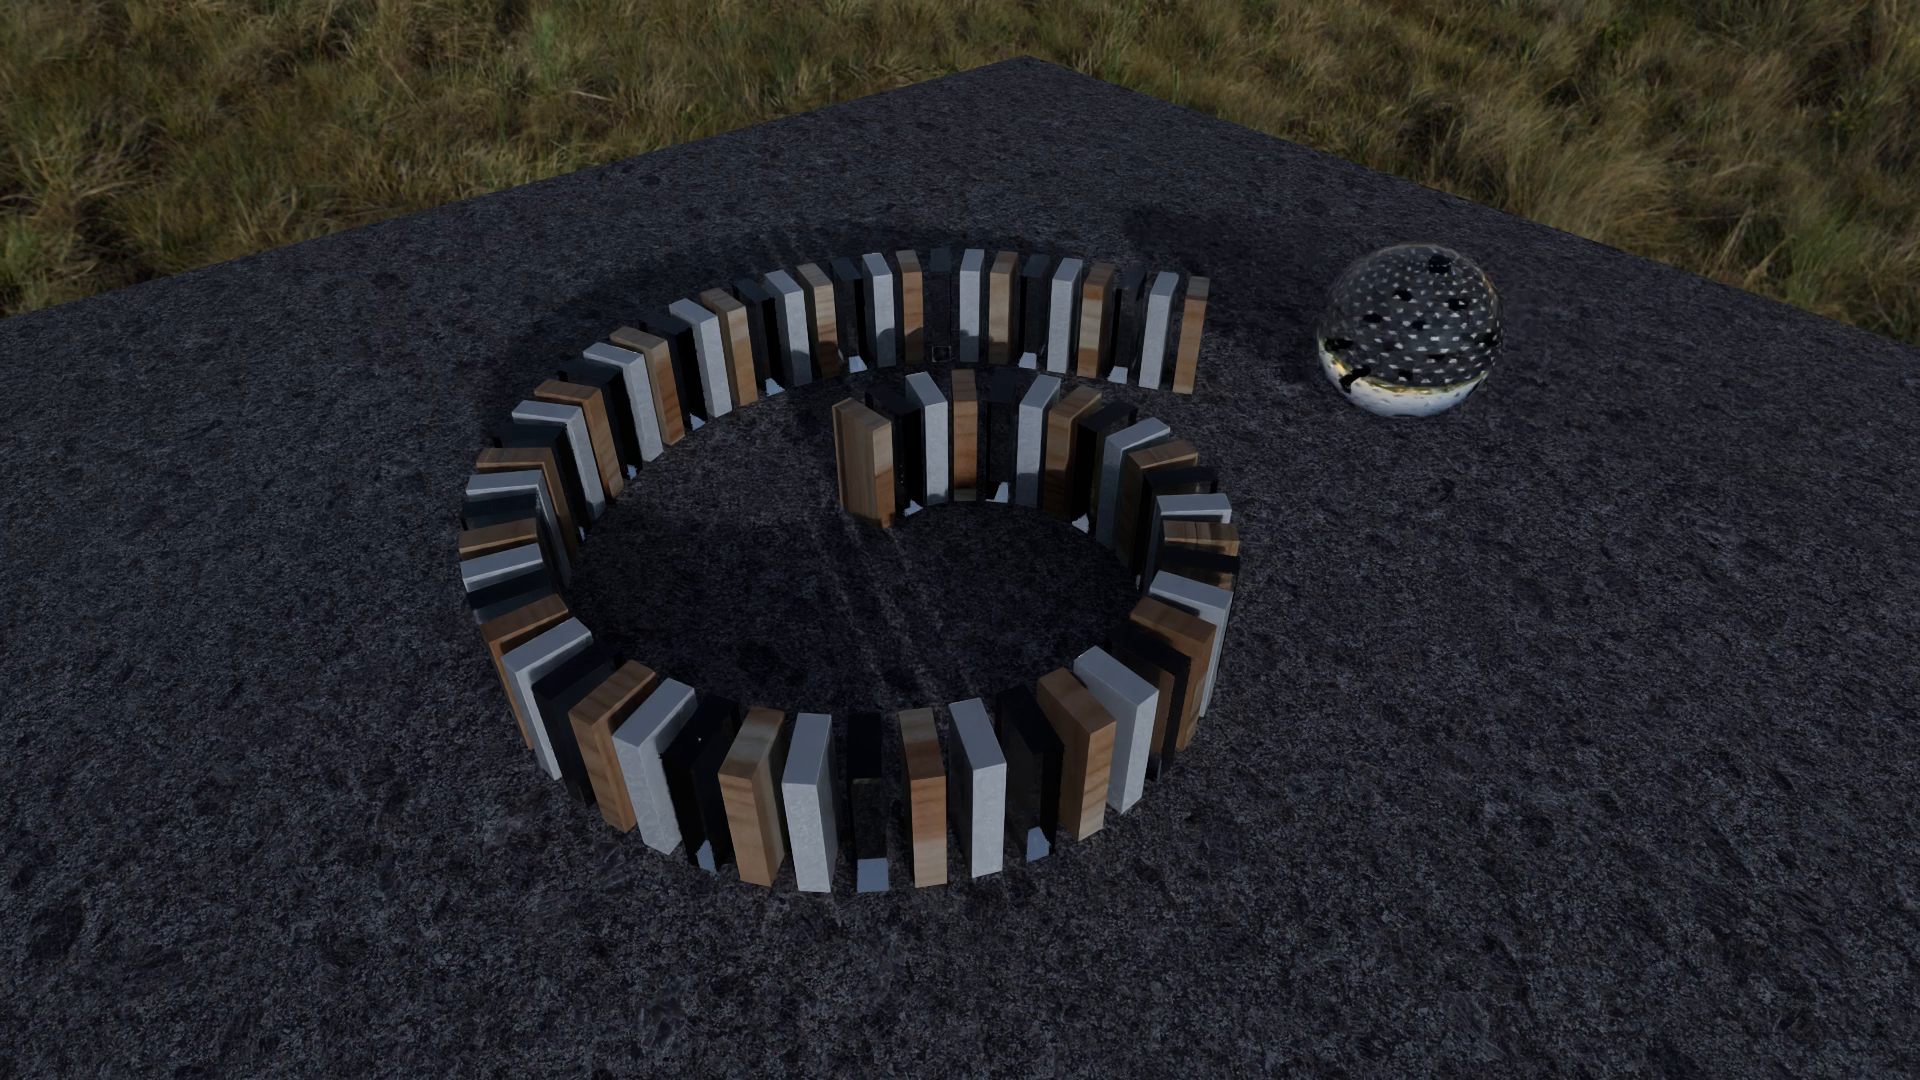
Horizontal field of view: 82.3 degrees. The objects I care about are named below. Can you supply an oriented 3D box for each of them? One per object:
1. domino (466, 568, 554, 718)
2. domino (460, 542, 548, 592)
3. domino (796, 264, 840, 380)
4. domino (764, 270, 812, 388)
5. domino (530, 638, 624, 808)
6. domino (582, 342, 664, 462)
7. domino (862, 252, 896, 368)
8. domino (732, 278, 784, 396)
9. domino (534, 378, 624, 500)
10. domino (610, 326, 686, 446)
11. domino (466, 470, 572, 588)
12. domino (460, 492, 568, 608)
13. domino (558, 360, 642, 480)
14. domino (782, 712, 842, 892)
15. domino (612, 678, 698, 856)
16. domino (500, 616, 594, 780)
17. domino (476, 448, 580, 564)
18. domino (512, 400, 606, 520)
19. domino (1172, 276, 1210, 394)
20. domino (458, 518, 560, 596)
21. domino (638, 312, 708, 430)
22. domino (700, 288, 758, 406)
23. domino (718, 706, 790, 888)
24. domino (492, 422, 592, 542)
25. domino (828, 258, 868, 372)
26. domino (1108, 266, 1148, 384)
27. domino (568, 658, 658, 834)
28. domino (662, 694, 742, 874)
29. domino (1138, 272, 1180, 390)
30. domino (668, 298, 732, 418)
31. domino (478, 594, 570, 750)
[{"bbox_3d":[-0.145,0.035,0.369,0.025,0.050,0.009,-20,43,-23],"label":"domino"},{"bbox_3d":[-0.152,0.026,0.380,0.025,0.050,0.009,-16,42,-19],"label":"domino"},{"bbox_3d":[-0.070,-0.108,0.543,0.010,0.050,0.025,-17,42,-20],"label":"domino"},{"bbox_3d":[-0.084,-0.103,0.537,0.009,0.050,0.025,-20,43,-23],"label":"domino"},{"bbox_3d":[-0.114,0.057,0.341,0.009,0.050,0.025,26,46,28],"label":"domino"},{"bbox_3d":[-0.148,-0.060,0.485,0.025,0.050,0.010,17,42,20],"label":"domino"},{"bbox_3d":[-0.041,-0.115,0.552,0.010,0.050,0.025,-11,41,-13],"label":"domino"},{"bbox_3d":[-0.097,-0.098,0.531,0.009,0.050,0.025,-24,45,-26],"label":"domino"},{"bbox_3d":[-0.160,-0.042,0.463,0.025,0.050,0.010,11,41,13],"label":"domino"},{"bbox_3d":[-0.141,-0.069,0.496,0.025,0.050,0.010,21,44,24],"label":"domino"},{"bbox_3d":[-0.165,-0.002,0.414,0.025,0.050,0.009,-5,40,-7],"label":"domino"},{"bbox_3d":[-0.162,0.007,0.403,0.025,0.050,0.009,-9,40,-11],"label":"domino"},{"bbox_3d":[-0.155,-0.051,0.474,0.025,0.050,0.009,14,41,16],"label":"domino"},{"bbox_3d":[-0.042,0.076,0.318,0.009,0.050,0.025,2,39,3],"label":"domino"},{"bbox_3d":[-0.087,0.068,0.328,0.009,0.050,0.025,18,42,20],"label":"domino"},{"bbox_3d":[-0.126,0.051,0.349,0.009,0.050,0.025,32,49,33],"label":"domino"},{"bbox_3d":[-0.167,-0.012,0.427,0.025,0.050,0.009,-1,39,-1],"label":"domino"},{"bbox_3d":[-0.164,-0.032,0.451,0.025,0.050,0.010,8,40,9],"label":"domino"},{"bbox_3d":[0.112,-0.099,0.532,0.009,0.050,0.025,9,40,11],"label":"domino"},{"bbox_3d":[-0.158,0.017,0.391,0.025,0.050,0.009,-13,41,-15],"label":"domino"},{"bbox_3d":[-0.132,-0.077,0.506,0.025,0.050,0.009,26,46,28],"label":"domino"},{"bbox_3d":[-0.110,-0.092,0.523,0.009,0.050,0.025,-28,47,-29],"label":"domino"},{"bbox_3d":[-0.058,0.075,0.320,0.009,0.050,0.025,9,40,10],"label":"domino"},{"bbox_3d":[-0.166,-0.022,0.439,0.025,0.050,0.010,4,39,5],"label":"domino"},{"bbox_3d":[-0.055,-0.112,0.548,0.009,0.050,0.025,-14,41,-16],"label":"domino"},{"bbox_3d":[0.082,-0.105,0.540,0.010,0.050,0.025,13,41,15],"label":"domino"},{"bbox_3d":[-0.101,0.063,0.334,0.010,0.050,0.025,22,44,24],"label":"domino"},{"bbox_3d":[-0.073,0.072,0.324,0.009,0.050,0.025,13,41,16],"label":"domino"},{"bbox_3d":[0.097,-0.102,0.536,0.009,0.050,0.025,12,41,15],"label":"domino"},{"bbox_3d":[-0.121,-0.085,0.515,0.025,0.050,0.009,32,49,33],"label":"domino"},{"bbox_3d":[-0.136,0.043,0.359,0.025,0.050,0.010,-25,46,-28],"label":"domino"}]
